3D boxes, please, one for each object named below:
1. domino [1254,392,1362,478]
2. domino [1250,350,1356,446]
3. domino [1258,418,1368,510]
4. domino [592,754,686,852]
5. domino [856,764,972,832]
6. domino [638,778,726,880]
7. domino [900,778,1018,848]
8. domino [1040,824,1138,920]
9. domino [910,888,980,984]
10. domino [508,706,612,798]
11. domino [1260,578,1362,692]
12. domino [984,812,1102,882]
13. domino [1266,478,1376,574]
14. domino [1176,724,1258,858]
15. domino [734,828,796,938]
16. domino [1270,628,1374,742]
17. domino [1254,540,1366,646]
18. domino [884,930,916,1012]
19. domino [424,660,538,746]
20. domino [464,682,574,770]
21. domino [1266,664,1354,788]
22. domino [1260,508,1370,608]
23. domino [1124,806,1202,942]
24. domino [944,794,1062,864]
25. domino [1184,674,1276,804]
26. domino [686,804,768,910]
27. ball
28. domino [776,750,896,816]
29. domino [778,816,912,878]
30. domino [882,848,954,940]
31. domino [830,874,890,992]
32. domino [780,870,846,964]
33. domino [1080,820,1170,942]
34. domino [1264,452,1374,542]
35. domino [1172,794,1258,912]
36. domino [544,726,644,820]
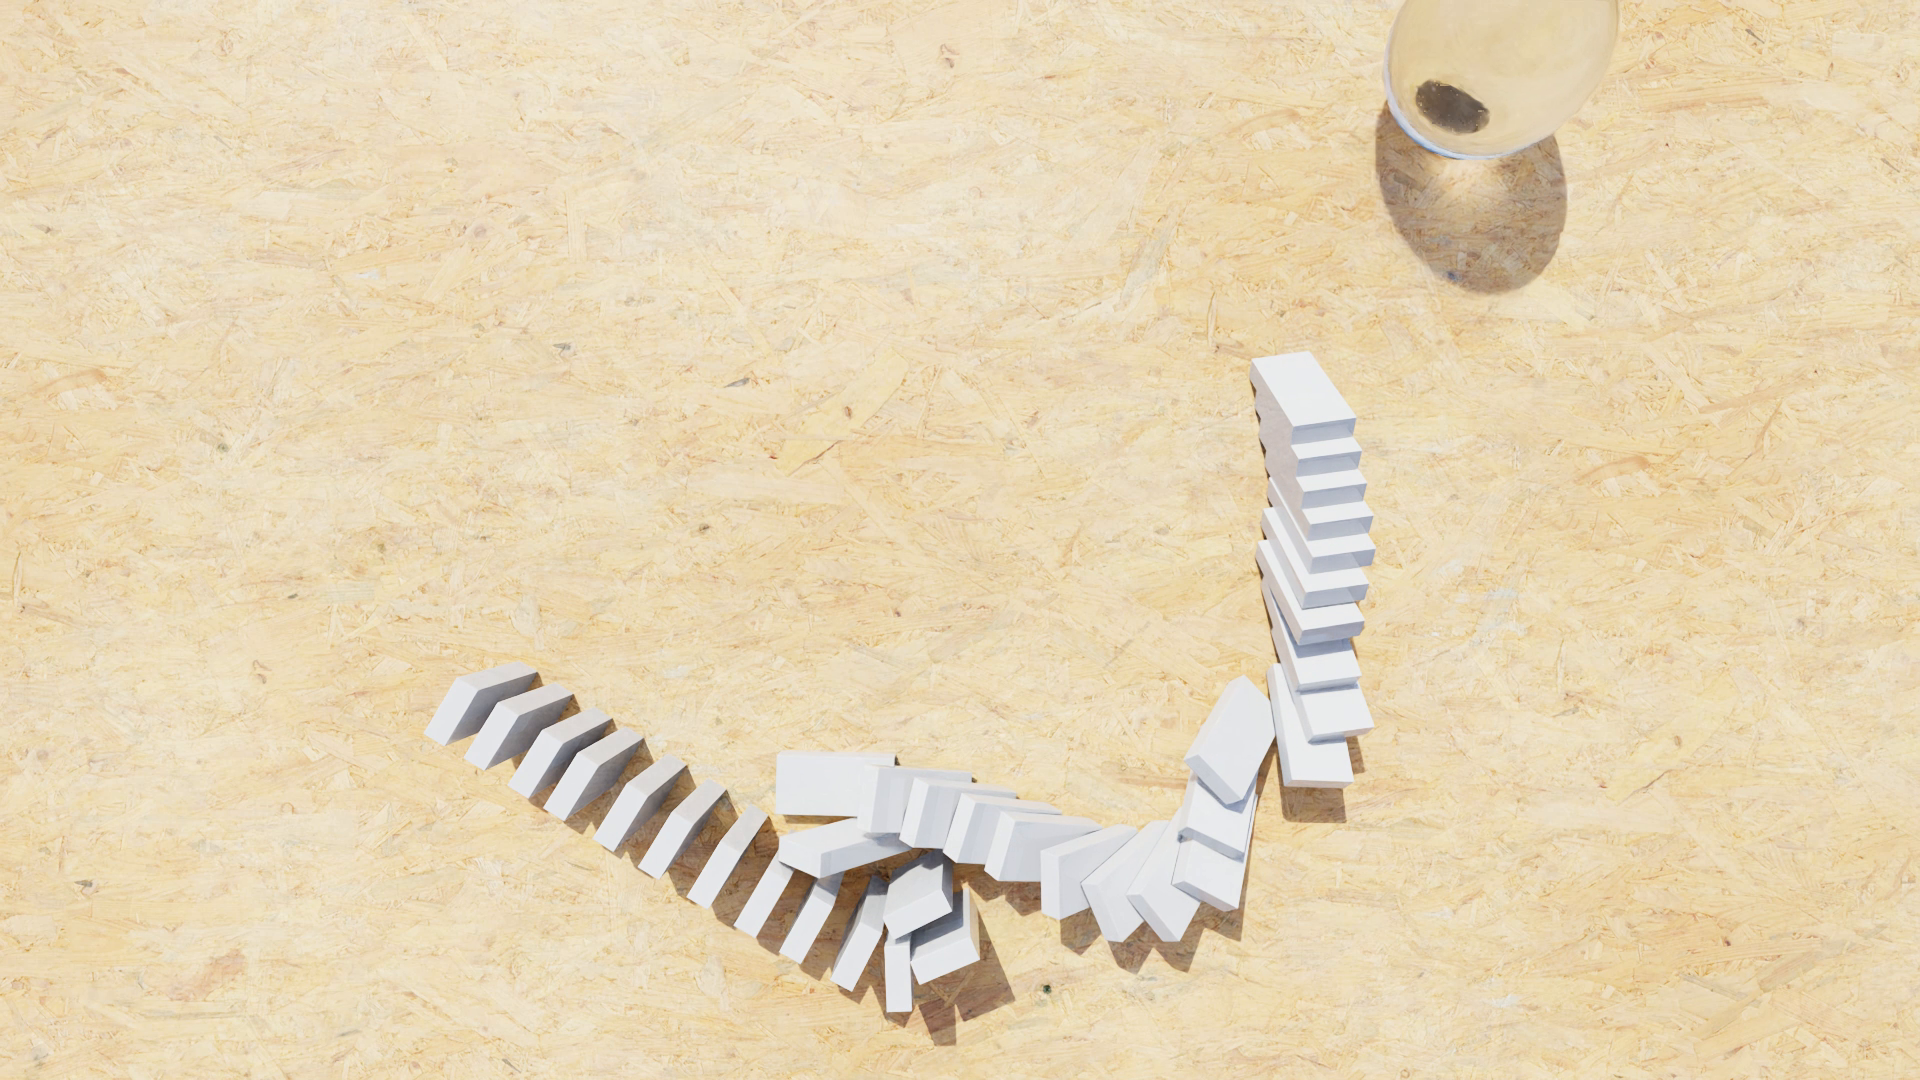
[{"bbox_3d":[0.143,-0.047,0.378,0.025,0.050,0.010,-8,132,0],"label":"domino"},{"bbox_3d":[0.140,-0.059,0.378,0.025,0.050,0.010,-8,132,0],"label":"domino"},{"bbox_3d":[0.144,-0.034,0.378,0.025,0.050,0.009,-8,132,0],"label":"domino"},{"bbox_3d":[-0.130,0.106,0.375,0.009,0.050,0.025,32,90,0],"label":"domino"},{"bbox_3d":[-0.018,0.107,0.379,0.050,0.009,0.025,15,78,-39],"label":"domino"},{"bbox_3d":[-0.112,0.117,0.375,0.009,0.050,0.025,32,90,0],"label":"domino"},{"bbox_3d":[0.000,0.114,0.380,0.050,0.009,0.025,18,84,-39],"label":"domino"},{"bbox_3d":[0.054,0.136,0.380,0.050,0.009,0.025,-1,90,-41],"label":"domino"},{"bbox_3d":[-0.006,0.161,0.375,0.025,0.050,0.009,-23,90,0],"label":"domino"},{"bbox_3d":[-0.162,0.086,0.375,0.010,0.050,0.025,32,90,0],"label":"domino"},{"bbox_3d":[0.146,0.037,0.383,0.025,0.009,0.050,-8,60,0],"label":"domino"},{"bbox_3d":[0.036,0.128,0.382,0.050,0.009,0.025,16,90,-35],"label":"domino"},{"bbox_3d":[0.148,-0.008,0.378,0.025,0.050,0.010,-8,132,0],"label":"domino"},{"bbox_3d":[0.109,0.103,0.382,0.025,0.010,0.050,25,55,0],"label":"domino"},{"bbox_3d":[-0.076,0.139,0.375,0.010,0.050,0.025,31,90,0],"label":"domino"},{"bbox_3d":[0.151,0.057,0.383,0.025,0.009,0.050,-7,60,-2],"label":"domino"},{"bbox_3d":[0.143,0.019,0.379,0.025,0.050,0.009,-9,135,-1],"label":"domino"},{"bbox_3d":[-0.024,0.168,0.375,0.009,0.050,0.025,-2,90,0],"label":"domino"},{"bbox_3d":[-0.195,0.066,0.375,0.009,0.050,0.025,31,90,0],"label":"domino"},{"bbox_3d":[-0.179,0.075,0.375,0.010,0.050,0.025,32,90,0],"label":"domino"},{"bbox_3d":[0.146,0.077,0.383,0.025,0.010,0.050,2,59,-1],"label":"domino"},{"bbox_3d":[0.145,0.005,0.378,0.025,0.050,0.010,-8,133,0],"label":"domino"},{"bbox_3d":[0.091,0.137,0.380,0.025,0.009,0.050,51,52,-4],"label":"domino"},{"bbox_3d":[0.019,0.121,0.381,0.050,0.010,0.025,19,88,-37],"label":"domino"},{"bbox_3d":[0.114,0.082,0.380,0.025,0.010,0.050,46,51,0],"label":"domino"},{"bbox_3d":[-0.094,0.128,0.375,0.010,0.050,0.025,31,90,0],"label":"domino"},{"bbox_3d":[0.210,-0.192,0.360,0.080,0.080,0.080,0,90,0],"label":"ball"},{"bbox_3d":[-0.053,0.105,0.395,0.050,0.010,0.025,2,90,0],"label":"domino"},{"bbox_3d":[-0.046,0.123,0.373,0.025,0.050,0.009,3,90,41],"label":"domino"},{"bbox_3d":[-0.016,0.143,0.375,0.025,0.050,0.010,-26,90,0],"label":"domino"},{"bbox_3d":[-0.040,0.159,0.375,0.009,0.050,0.025,27,90,0],"label":"domino"},{"bbox_3d":[-0.059,0.149,0.375,0.010,0.050,0.025,30,90,0],"label":"domino"},{"bbox_3d":[0.074,0.140,0.380,0.050,0.010,0.025,-24,91,-40],"label":"domino"},{"bbox_3d":[0.147,-0.021,0.378,0.025,0.050,0.009,-8,133,0],"label":"domino"},{"bbox_3d":[0.106,0.124,0.381,0.025,0.010,0.050,29,55,-5],"label":"domino"},{"bbox_3d":[-0.149,0.094,0.375,0.010,0.050,0.025,32,90,0],"label":"domino"}]
